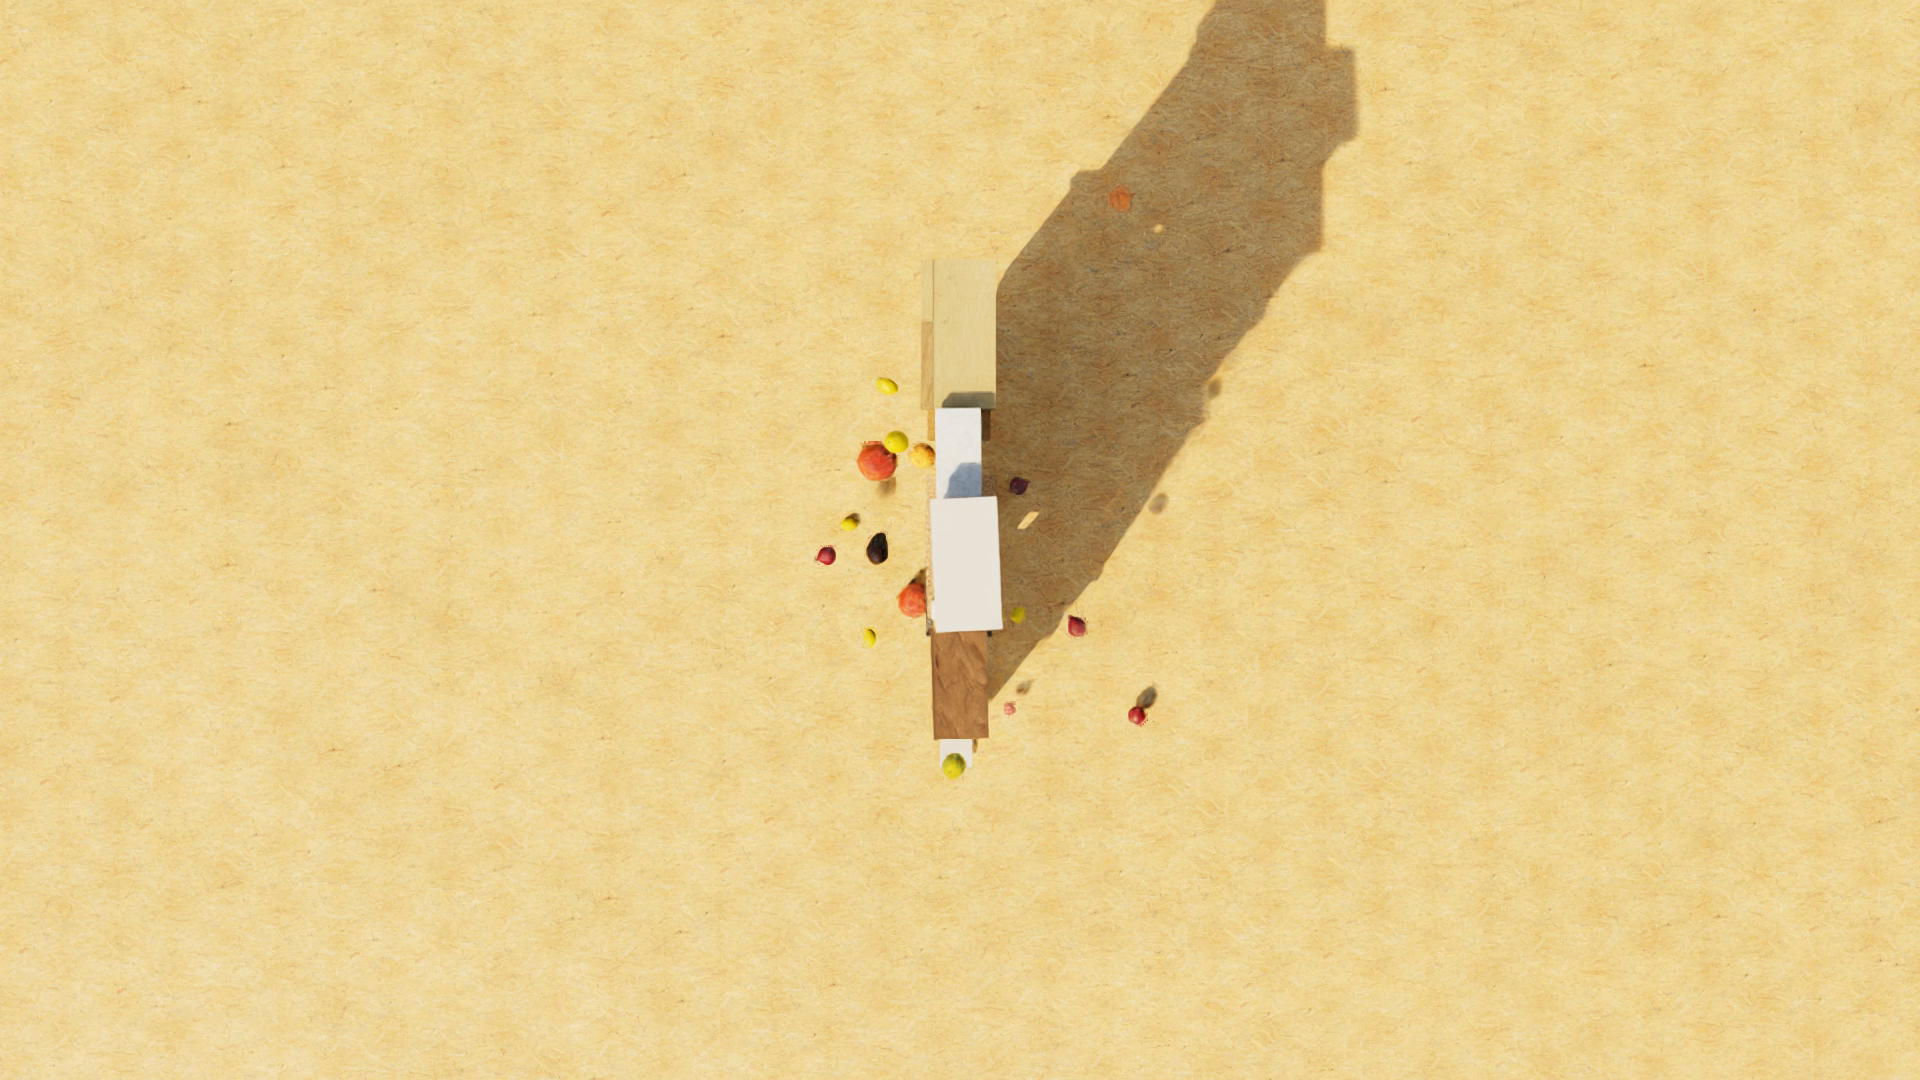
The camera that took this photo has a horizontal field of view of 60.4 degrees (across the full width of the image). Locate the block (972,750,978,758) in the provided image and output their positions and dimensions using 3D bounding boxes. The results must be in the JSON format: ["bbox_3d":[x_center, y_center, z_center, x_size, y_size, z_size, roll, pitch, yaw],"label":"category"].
[{"bbox_3d":[-0.002,0.529,4.884,0.113,0.032,0.226,0,90,0],"label":"block"}]

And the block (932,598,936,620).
[{"bbox_3d":[0.010,0.155,3.830,0.147,0.293,0.042,-1,90,0],"label":"block"}]

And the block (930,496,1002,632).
[{"bbox_3d":[0.014,0.054,3.662,0.147,0.042,0.293,-3,90,0],"label":"block"}]

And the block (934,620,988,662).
[{"bbox_3d":[0.003,0.317,4.090,0.130,0.037,0.261,-1,90,0],"label":"block"}]

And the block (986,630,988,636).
[{"bbox_3d":[0.002,0.228,4.240,0.130,0.261,0.037,-5,90,0],"label":"block"}]

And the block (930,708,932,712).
[{"bbox_3d":[-0.002,0.405,3.943,0.128,0.257,0.036,-7,89,0],"label":"block"}]

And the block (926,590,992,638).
[{"bbox_3d":[-0.003,0.085,4.395,0.174,0.049,0.347,0,90,0],"label":"block"}]

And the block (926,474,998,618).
[{"bbox_3d":[0.006,0.016,4.001,0.172,0.049,0.345,-1,90,0],"label":"block"}]

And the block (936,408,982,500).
[{"bbox_3d":[-0.003,-0.196,3.756,0.103,0.029,0.206,-1,90,0],"label":"block"}]

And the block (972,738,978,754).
[{"bbox_3d":[0.004,0.575,4.617,0.086,0.506,0.024,-4,80,-1],"label":"block"}]

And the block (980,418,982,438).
[{"bbox_3d":[0.001,-0.263,3.979,0.103,0.415,0.029,0,90,0],"label":"block"}]

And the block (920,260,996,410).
[{"bbox_3d":[-0.004,-0.474,3.818,0.172,0.049,0.344,0,90,0],"label":"block"}]

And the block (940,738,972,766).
[{"bbox_3d":[-0.010,0.509,4.343,0.086,0.024,0.172,0,86,1],"label":"block"}]

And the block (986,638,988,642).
[{"bbox_3d":[0.002,0.248,4.789,0.157,0.044,0.314,0,90,0],"label":"block"}]

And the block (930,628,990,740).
[{"bbox_3d":[-0.001,0.328,3.796,0.128,0.036,0.257,-2,90,0],"label":"block"}]

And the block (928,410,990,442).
[{"bbox_3d":[-0.002,-0.415,4.209,0.161,0.046,0.322,0,90,0],"label":"block"}]
